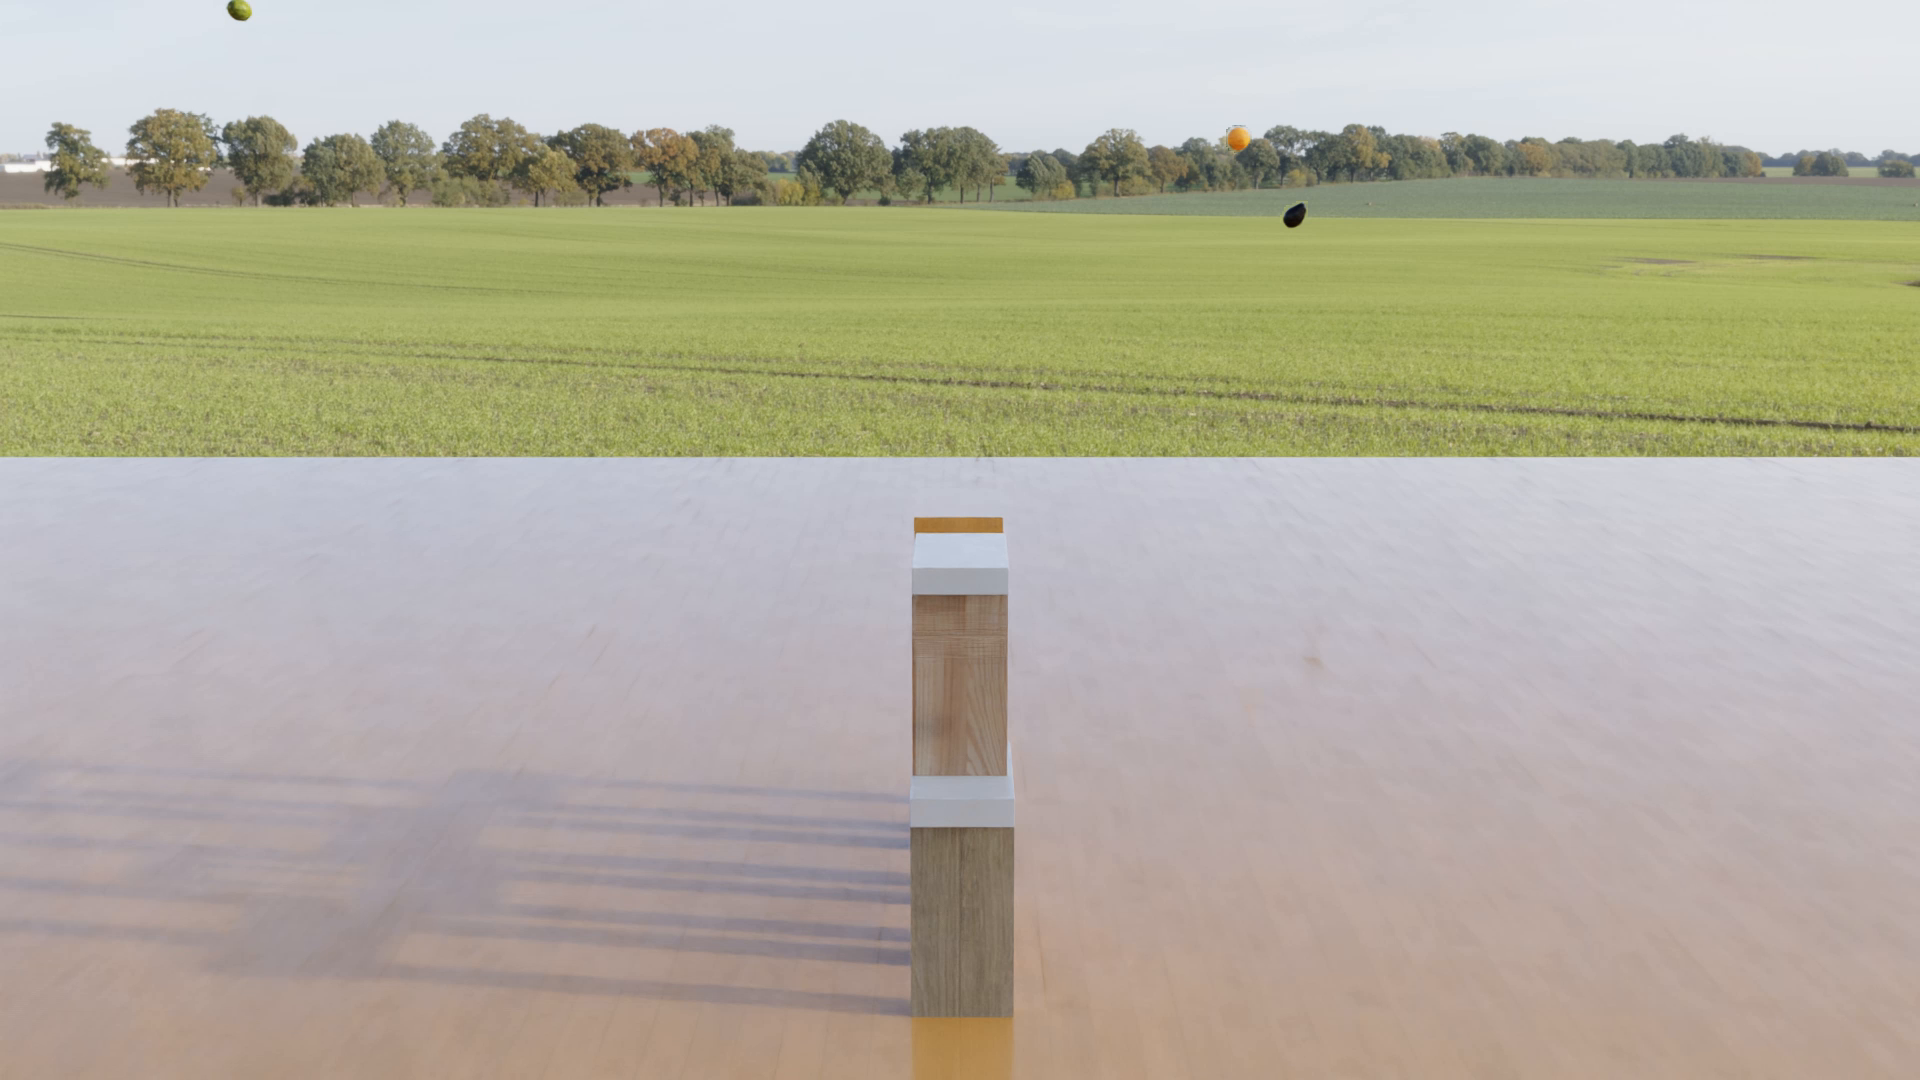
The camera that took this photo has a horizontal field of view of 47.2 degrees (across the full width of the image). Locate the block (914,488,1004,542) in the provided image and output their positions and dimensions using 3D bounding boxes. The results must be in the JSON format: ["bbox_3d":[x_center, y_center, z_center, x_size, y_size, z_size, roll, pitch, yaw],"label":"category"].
[{"bbox_3d":[-0.002,-0.042,3.632,0.141,0.040,0.283,0,11,0],"label":"block"}]

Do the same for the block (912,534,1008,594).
[{"bbox_3d":[0.001,0.033,3.232,0.136,0.039,0.273,0,11,0],"label":"block"}]

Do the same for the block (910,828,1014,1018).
[{"bbox_3d":[0.003,0.537,3.151,0.147,0.293,0.042,0,11,0],"label":"block"}]

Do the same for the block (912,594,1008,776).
[{"bbox_3d":[0.000,0.203,3.171,0.136,0.273,0.039,0,11,0],"label":"block"}]

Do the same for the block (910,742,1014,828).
[{"bbox_3d":[0.003,0.355,3.216,0.147,0.042,0.293,0,11,0],"label":"block"}]
